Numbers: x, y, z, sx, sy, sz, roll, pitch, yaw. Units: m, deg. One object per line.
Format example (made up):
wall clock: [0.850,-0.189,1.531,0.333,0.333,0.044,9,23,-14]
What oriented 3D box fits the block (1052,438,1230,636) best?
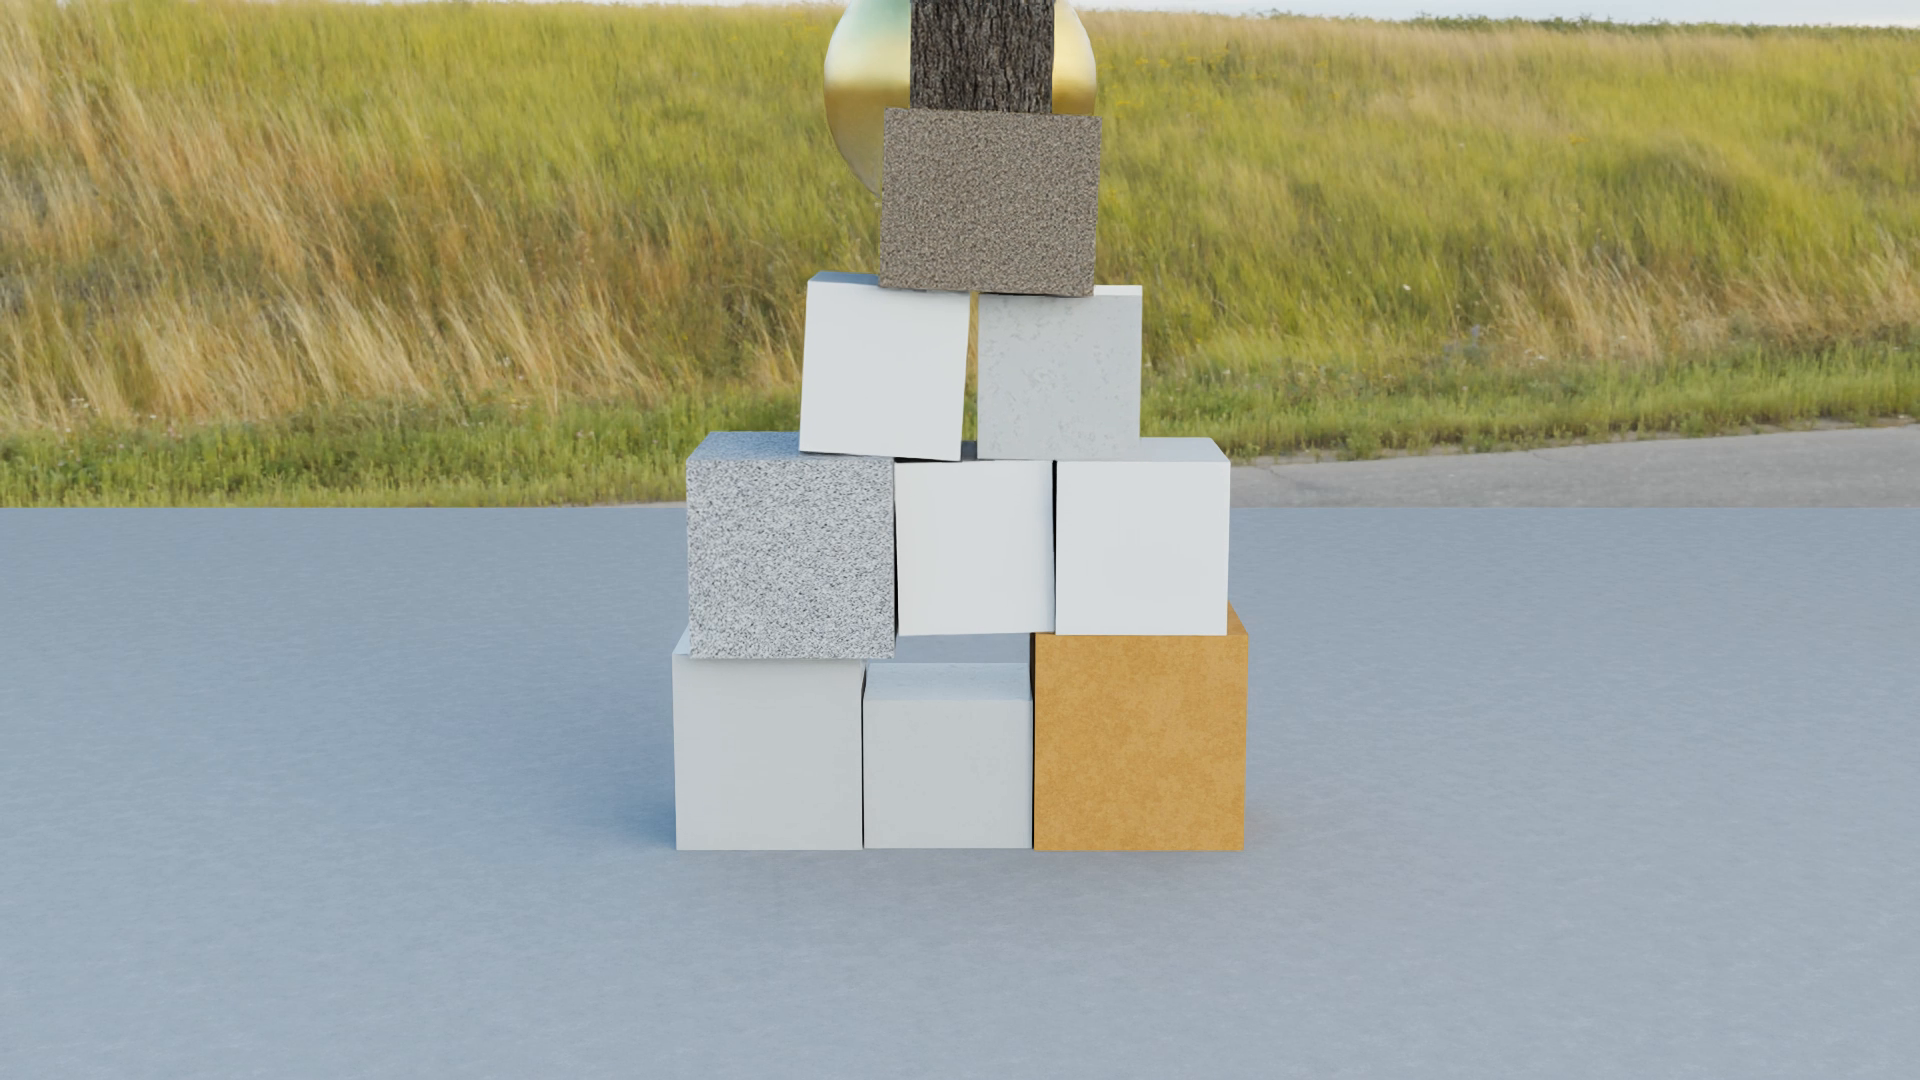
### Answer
block: [0.893,-0.035,11.167,0.840,0.860,0.886,0,10,0]

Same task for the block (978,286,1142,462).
block: [0.509,-0.847,10.978,0.785,0.803,0.726,1,10,5]

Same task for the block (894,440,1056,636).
block: [0.075,-0.029,11.182,0.771,0.859,0.779,-2,10,0]

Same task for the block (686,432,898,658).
block: [-0.820,0.003,11.175,0.995,0.977,1.060,0,10,0]

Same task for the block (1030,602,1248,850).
block: [0.896,0.931,11.351,1.048,1.106,0.889,0,10,0]

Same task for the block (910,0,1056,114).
block: [0.118,-2.451,10.712,0.667,0.713,0.679,2,12,3]

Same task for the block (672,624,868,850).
block: [-0.955,0.980,11.355,0.930,1.010,0.860,0,10,0]

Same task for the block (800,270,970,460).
block: [-0.363,-0.889,11.035,0.783,0.822,0.845,4,10,0]

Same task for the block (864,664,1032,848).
block: [-0.059,1.102,11.375,0.842,0.763,0.801,0,10,0]

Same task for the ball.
ball: [0.000,-2.632,12.810,1.600,1.600,1.600,0,10,0]

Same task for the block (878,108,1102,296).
block: [0.158,-1.678,10.842,1.019,0.839,0.986,3,10,2]
